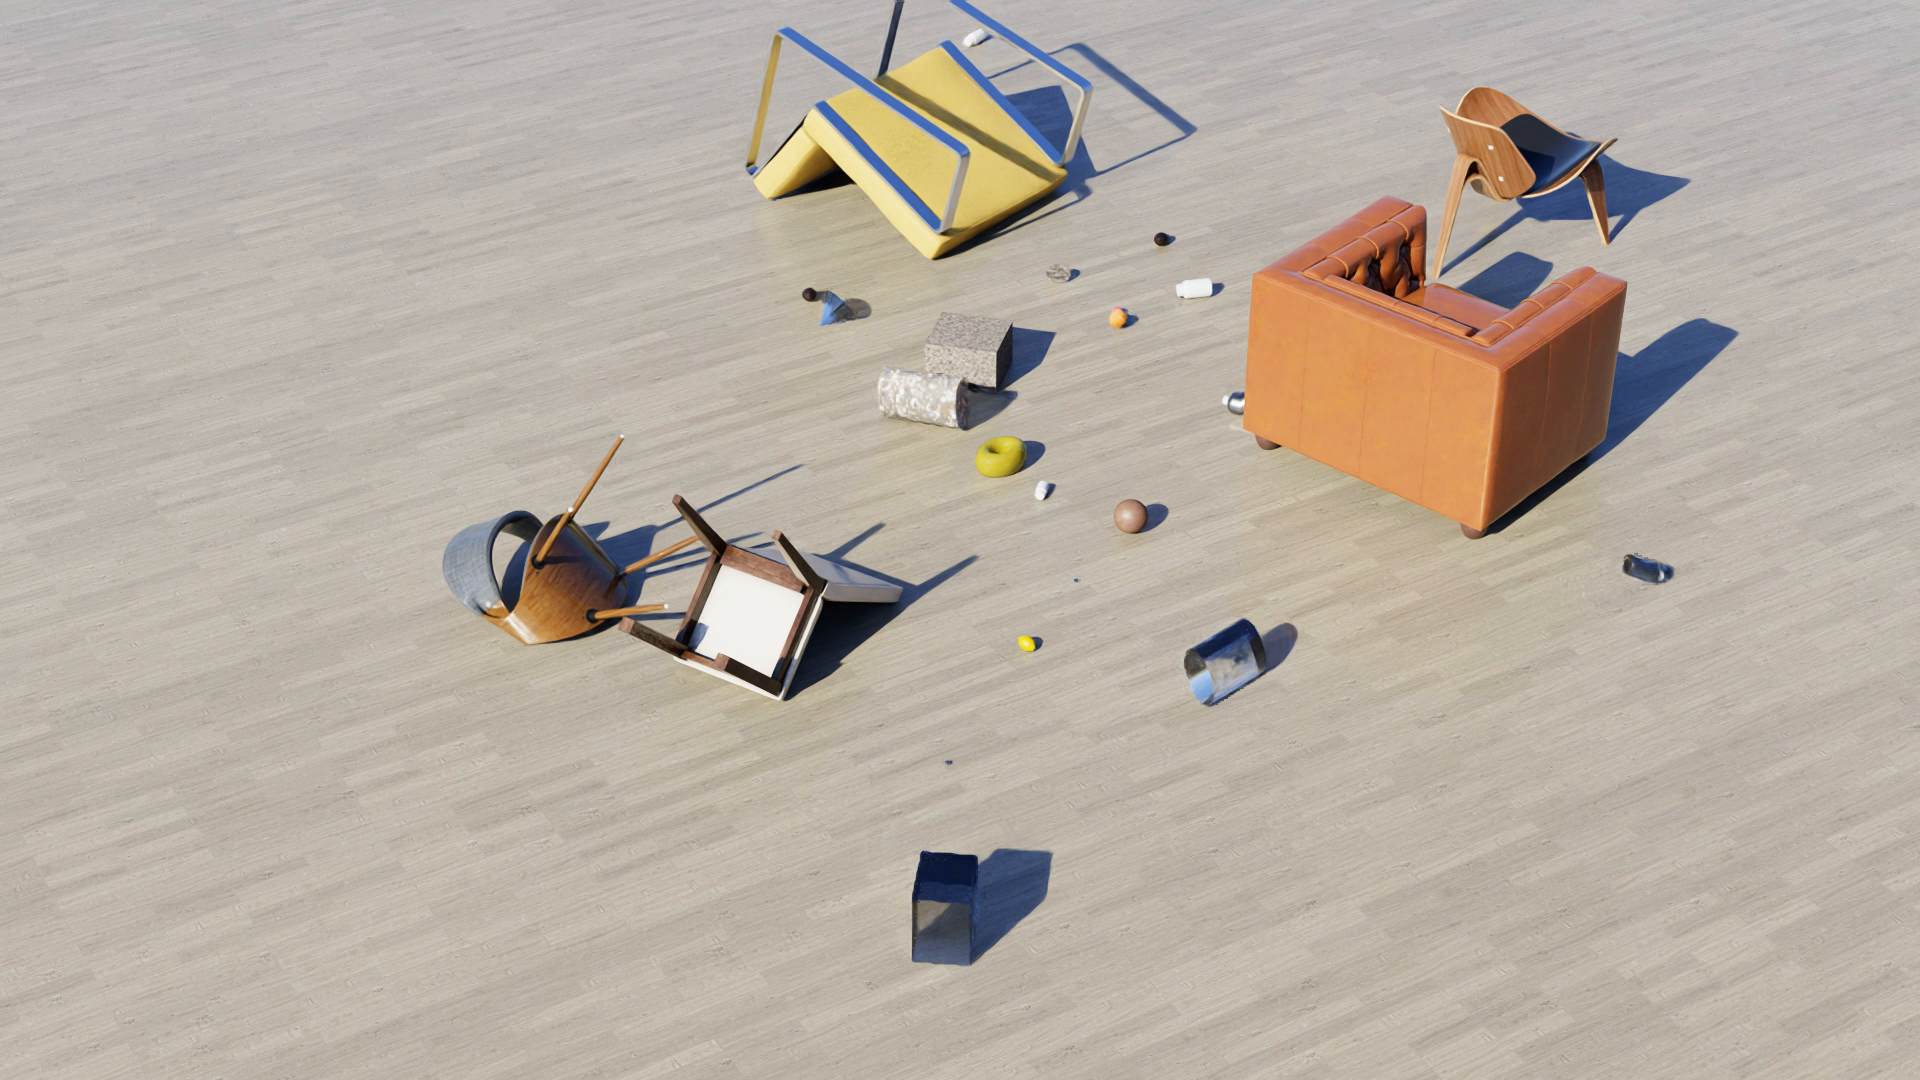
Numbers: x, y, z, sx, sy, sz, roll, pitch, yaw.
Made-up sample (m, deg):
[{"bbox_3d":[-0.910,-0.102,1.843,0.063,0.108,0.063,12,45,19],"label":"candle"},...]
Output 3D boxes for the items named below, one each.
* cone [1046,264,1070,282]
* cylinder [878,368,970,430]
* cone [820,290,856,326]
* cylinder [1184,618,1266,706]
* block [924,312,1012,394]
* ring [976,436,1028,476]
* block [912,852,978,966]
[{"bbox_3d":[0.429,-1.160,12.669,0.106,0.082,0.111,11,14,5],"label":"cone"},{"bbox_3d":[-0.142,-0.559,11.572,0.316,0.263,0.171,10,64,14],"label":"cylinder"},{"bbox_3d":[-0.544,-0.946,12.319,0.173,0.152,0.130,37,78,23],"label":"cone"},{"bbox_3d":[0.915,0.420,10.122,0.269,0.214,0.122,-28,20,-35],"label":"cylinder"},{"bbox_3d":[0.036,-0.761,11.923,0.298,0.194,0.274,8,34,12],"label":"block"},{"bbox_3d":[0.159,-0.322,11.344,0.226,0.101,0.170,-27,41,-33],"label":"ring"},{"bbox_3d":[-0.045,1.131,9.001,0.178,0.249,0.232,4,34,6],"label":"block"}]
